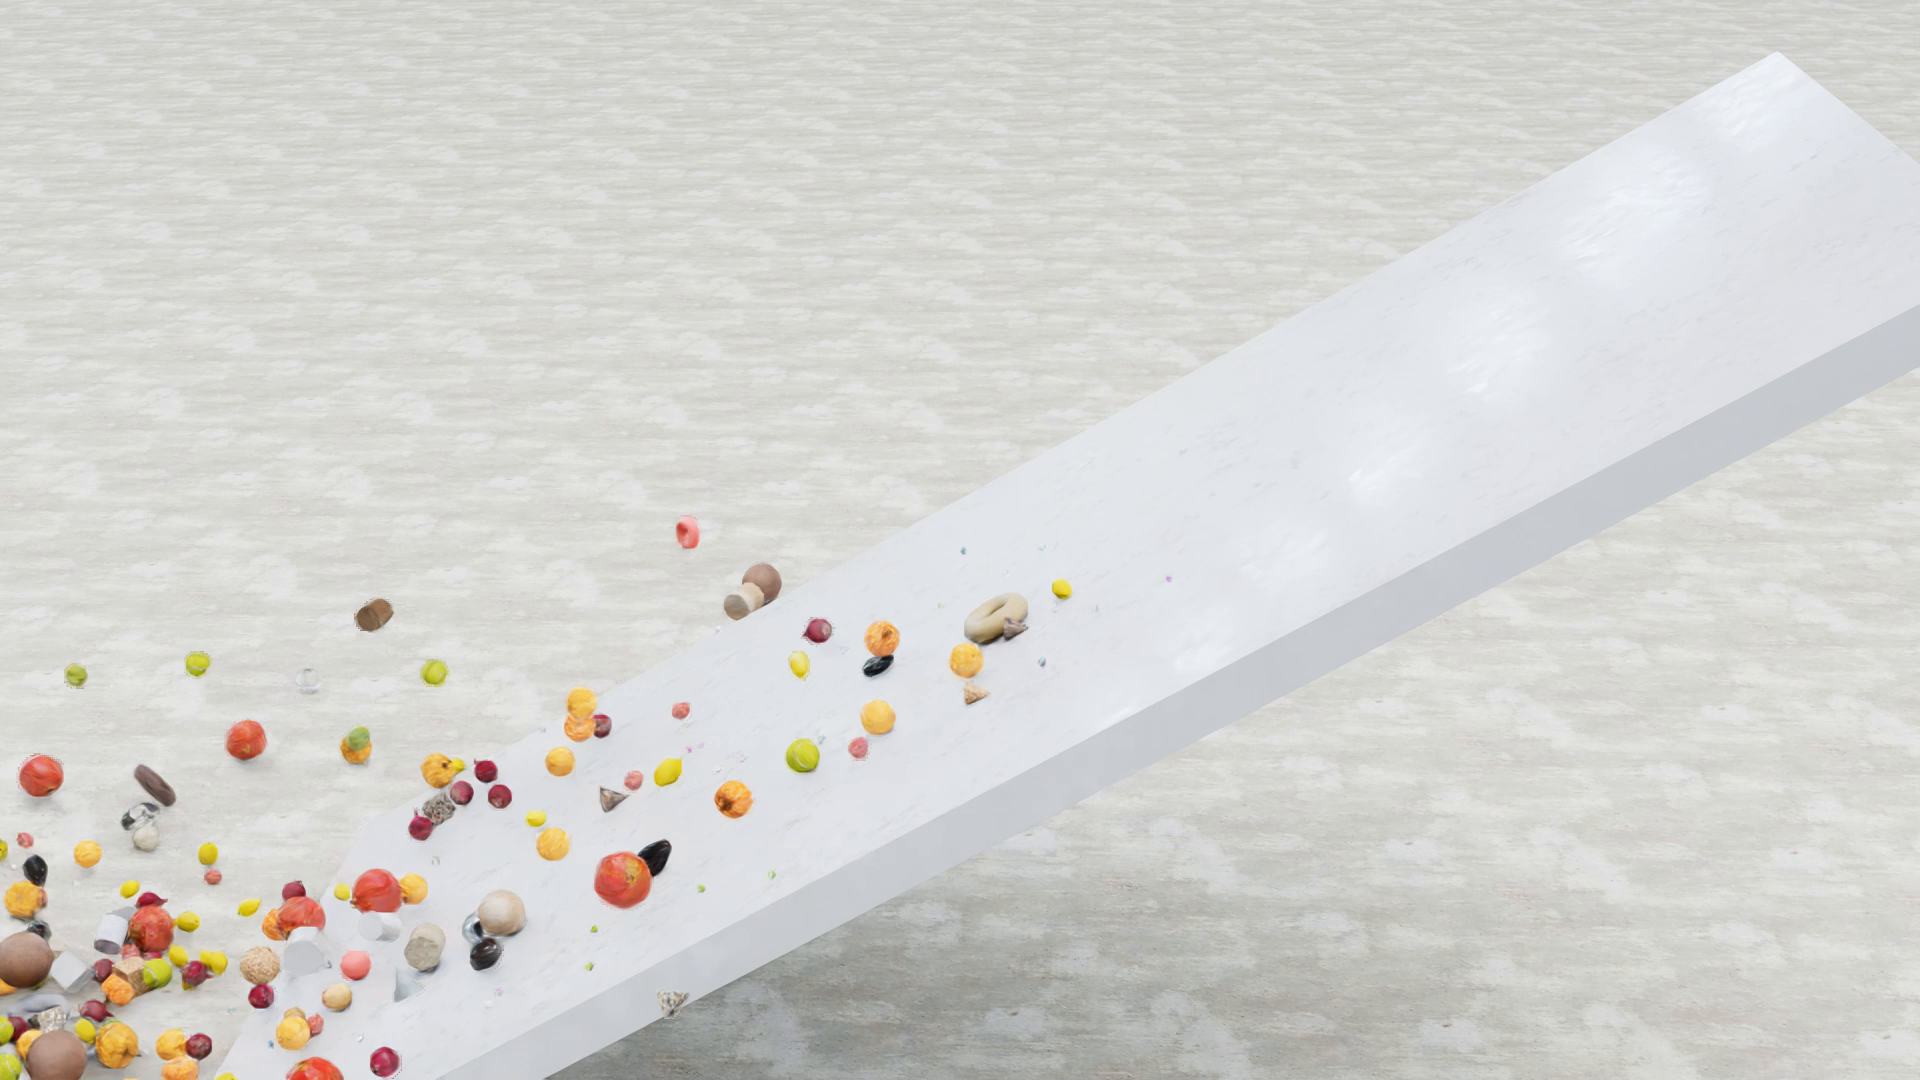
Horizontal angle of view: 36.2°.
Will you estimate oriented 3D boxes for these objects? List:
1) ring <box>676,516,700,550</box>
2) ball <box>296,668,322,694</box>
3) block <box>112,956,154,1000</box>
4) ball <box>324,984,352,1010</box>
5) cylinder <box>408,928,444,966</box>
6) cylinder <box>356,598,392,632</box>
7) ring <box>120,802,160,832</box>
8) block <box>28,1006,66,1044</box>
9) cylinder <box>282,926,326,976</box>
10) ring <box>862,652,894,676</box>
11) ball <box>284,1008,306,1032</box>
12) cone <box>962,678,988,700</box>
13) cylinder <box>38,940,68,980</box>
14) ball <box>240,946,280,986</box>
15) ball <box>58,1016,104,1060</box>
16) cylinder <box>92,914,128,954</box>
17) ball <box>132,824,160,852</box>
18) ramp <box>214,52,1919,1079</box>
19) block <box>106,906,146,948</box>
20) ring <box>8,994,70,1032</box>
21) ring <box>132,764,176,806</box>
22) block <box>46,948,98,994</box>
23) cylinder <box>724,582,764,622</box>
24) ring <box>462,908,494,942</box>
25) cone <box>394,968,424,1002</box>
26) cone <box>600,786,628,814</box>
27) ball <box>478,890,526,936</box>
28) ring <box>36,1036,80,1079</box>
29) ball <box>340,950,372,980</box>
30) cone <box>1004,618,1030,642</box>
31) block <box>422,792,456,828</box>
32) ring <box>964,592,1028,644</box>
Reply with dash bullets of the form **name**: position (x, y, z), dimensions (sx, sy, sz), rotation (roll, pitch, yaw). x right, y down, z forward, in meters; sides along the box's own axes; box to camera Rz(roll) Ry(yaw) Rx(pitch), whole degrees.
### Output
- **ring**: position (-0.919, -0.024, 9.934), dimensions (0.038, 0.114, 0.114), rotation (-16, 24, -38)
- **ball**: position (-1.934, 0.419, 8.735), dimensions (0.073, 0.073, 0.073), rotation (0, 19, 0)
- **block**: position (-1.953, 1.033, 6.942), dimensions (0.067, 0.067, 0.067), rotation (15, 24, 38)
- **ball**: position (-1.333, 0.979, 6.305), dimensions (0.058, 0.058, 0.058), rotation (0, 19, 0)
- **cylinder**: position (-1.131, 0.861, 6.224), dimensions (0.075, 0.075, 0.075), rotation (-4, -3, -12)
- **cylinder**: position (-1.840, 0.235, 9.247), dimensions (0.083, 0.083, 0.083), rotation (7, 21, 18)
- **ring**: position (-2.142, 0.723, 7.687), dimensions (0.107, 0.107, 0.036), rotation (-16, 62, -38)
- **block**: position (-2.076, 1.105, 6.703), dimensions (0.061, 0.061, 0.061), rotation (-17, -8, -40)
- **cylinder**: position (-1.496, 0.937, 6.716), dimensions (0.088, 0.088, 0.088), rotation (-2, 14, -5)
- **ring**: position (-0.177, 0.267, 6.359), dimensions (0.075, 0.025, 0.075), rotation (-30, 16, 9)
- **ball**: position (-1.435, 1.034, 6.346), dimensions (0.050, 0.050, 0.050), rotation (0, 19, 0)
- **cone**: position (0.037, 0.303, 5.808), dimensions (0.051, 0.051, 0.051), rotation (23, 24, 12)
- **cylinder**: position (-2.158, 1.001, 7.012), dimensions (0.074, 0.074, 0.074), rotation (-6, 15, -18)
- **ball**: position (-1.536, 0.934, 6.456), dimensions (0.086, 0.086, 0.086), rotation (0, 19, 0)
- **ball**: position (-1.982, 1.122, 6.631), dimensions (0.099, 0.099, 0.099), rotation (0, 19, 0)
- **cylinder**: position (-2.029, 0.943, 7.029), dimensions (0.068, 0.068, 0.068), rotation (2, 51, 6)
- **ball**: position (-2.126, 0.779, 7.684), dimensions (0.070, 0.070, 0.070), rotation (0, 19, 0)
- **ramp**: position (0.142, 0.168, 6.286), dimensions (4.000, 0.100, 2.000), rotation (-29, 15, 12)
- **block**: position (-2.040, 0.947, 7.191), dimensions (0.070, 0.070, 0.070), rotation (-15, 24, -37)
- **ring**: position (-2.128, 1.093, 6.799), dimensions (0.141, 0.047, 0.141), rotation (0, 20, 0)
- **ring**: position (-2.161, 0.659, 7.894), dimensions (0.048, 0.143, 0.143), rotation (-46, 38, -17)
- **block**: position (-2.087, 1.012, 6.908), dimensions (0.070, 0.070, 0.070), rotation (41, 78, 15)
- **cylinder**: position (-0.555, 0.159, 7.551), dimensions (0.076, 0.076, 0.076), rotation (11, 33, 28)
- **ring**: position (-0.999, 0.804, 6.231), dimensions (0.129, 0.043, 0.129), rotation (-29, 16, 9)
- **cone**: position (-1.097, 0.868, 5.789), dimensions (0.063, 0.063, 0.063), rotation (-25, 3, 1)
- **cone**: position (-0.765, 0.574, 6.544), dimensions (0.060, 0.060, 0.060), rotation (-8, 20, -20)
- **ball**: position (-0.954, 0.776, 6.123), dimensions (0.097, 0.097, 0.097), rotation (0, 19, 0)
- **ring**: position (-2.003, 1.153, 6.528), dimensions (0.101, 0.101, 0.034), rotation (-14, 2, -36)
- **ball**: position (-1.321, 0.929, 6.429), dimensions (0.066, 0.066, 0.066), rotation (0, 19, 0)
- **cone**: position (0.120, 0.181, 6.043), dimensions (0.052, 0.052, 0.052), rotation (-9, 18, 7)
- **block**: position (-1.285, 0.664, 7.250), dimensions (0.055, 0.055, 0.055), rotation (-30, 15, 6)
- **ring**: position (0.074, 0.162, 6.146), dimensions (0.149, 0.050, 0.149), rotation (-29, 16, 9)
